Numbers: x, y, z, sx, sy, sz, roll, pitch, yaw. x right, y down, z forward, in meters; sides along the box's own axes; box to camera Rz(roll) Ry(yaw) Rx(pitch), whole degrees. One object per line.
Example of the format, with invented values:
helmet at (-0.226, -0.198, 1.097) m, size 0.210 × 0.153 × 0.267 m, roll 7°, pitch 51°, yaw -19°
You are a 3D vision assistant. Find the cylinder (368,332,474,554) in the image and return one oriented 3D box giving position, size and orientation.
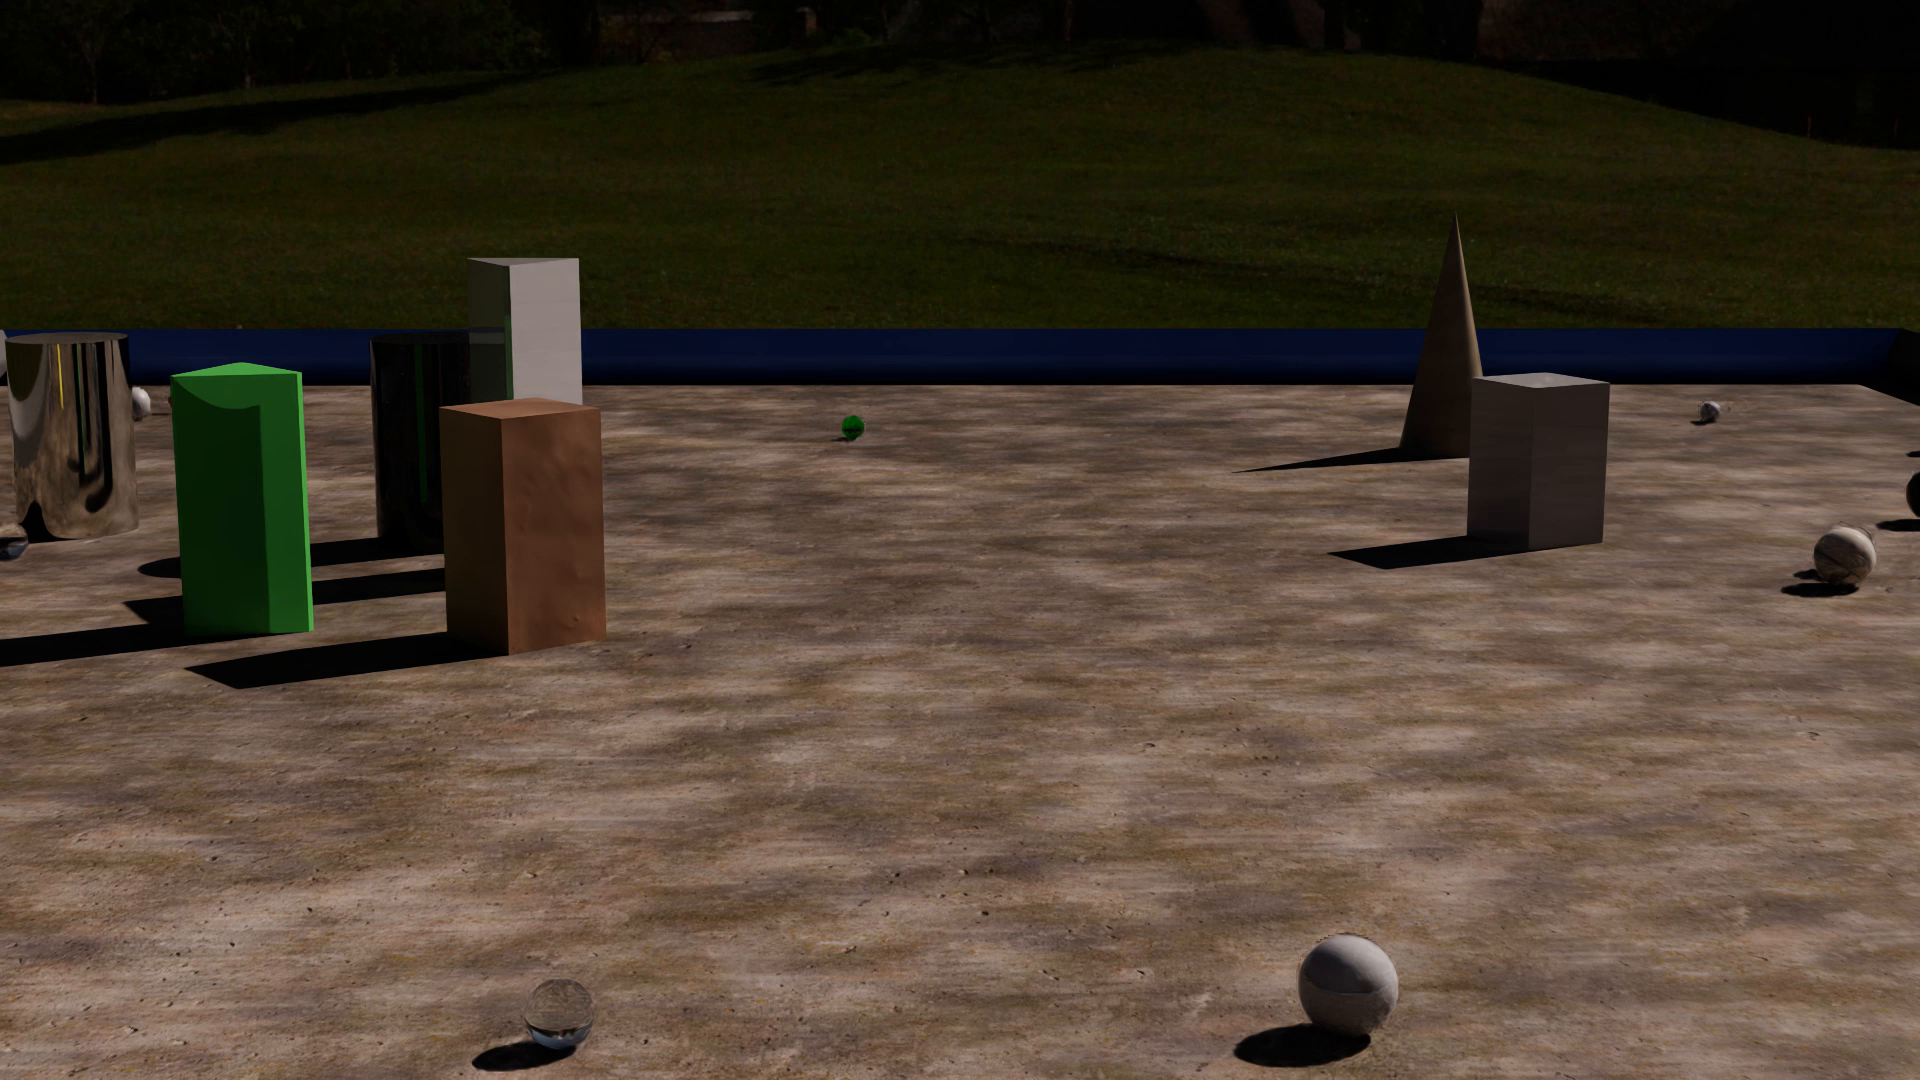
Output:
cylinder at (-0.797, -0.150, 3.887) m, size 0.181 × 0.313 × 0.181 m, roll 0°, pitch 11°, yaw 0°

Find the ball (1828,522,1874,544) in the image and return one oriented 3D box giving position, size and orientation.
ball at (1.274, 0.011, 3.685) m, size 0.072 × 0.072 × 0.072 m, roll 0°, pitch 11°, yaw 0°

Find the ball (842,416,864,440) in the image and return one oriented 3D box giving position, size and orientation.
ball at (-0.208, -0.218, 4.978) m, size 0.045 × 0.045 × 0.045 m, roll 0°, pitch 11°, yaw 0°

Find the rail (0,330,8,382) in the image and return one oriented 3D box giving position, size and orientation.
rail at (-2.146, 0.033, 3.438) m, size 0.045 × 0.118 × 4.926 m, roll 0°, pitch 11°, yaw 0°

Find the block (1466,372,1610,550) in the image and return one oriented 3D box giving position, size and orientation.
block at (0.883, -0.122, 3.922) m, size 0.145 × 0.246 × 0.145 m, roll -6°, pitch 12°, yaw -27°

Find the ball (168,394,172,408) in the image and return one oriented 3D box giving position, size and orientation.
ball at (-1.619, -0.289, 5.338) m, size 0.052 × 0.052 × 0.052 m, roll 0°, pitch 11°, yaw 0°

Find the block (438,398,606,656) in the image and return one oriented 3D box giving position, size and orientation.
block at (-0.553, -0.021, 3.248) m, size 0.145 × 0.295 × 0.145 m, roll -10°, pitch 14°, yaw -41°

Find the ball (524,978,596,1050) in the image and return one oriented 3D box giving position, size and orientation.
ball at (-0.298, 0.353, 1.911) m, size 0.053 × 0.053 × 0.053 m, roll 0°, pitch 11°, yaw 0°

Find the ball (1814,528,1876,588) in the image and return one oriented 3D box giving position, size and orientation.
ball at (1.235, 0.024, 3.582) m, size 0.083 × 0.083 × 0.083 m, roll 0°, pitch 11°, yaw 0°

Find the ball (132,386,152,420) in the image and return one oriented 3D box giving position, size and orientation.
ball at (-1.684, -0.278, 5.229) m, size 0.069 × 0.069 × 0.069 m, roll 0°, pitch 11°, yaw 0°

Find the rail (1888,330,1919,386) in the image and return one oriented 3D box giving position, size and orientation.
rail at (2.146, 0.028, 3.462) m, size 0.045 × 0.118 × 4.926 m, roll 0°, pitch 11°, yaw 0°

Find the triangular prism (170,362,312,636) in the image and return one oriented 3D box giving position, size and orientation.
triangular prism at (-0.927, -0.056, 3.328) m, size 0.157 × 0.335 × 0.136 m, roll -2°, pitch 11°, yaw -12°

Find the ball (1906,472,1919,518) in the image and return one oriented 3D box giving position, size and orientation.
ball at (1.551, -0.072, 4.076) m, size 0.091 × 0.091 × 0.091 m, roll 0°, pitch 11°, yaw 0°

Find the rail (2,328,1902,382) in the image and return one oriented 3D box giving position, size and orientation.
rail at (-0.014, -0.419, 5.847) m, size 4.339 × 0.118 × 0.045 m, roll 0°, pitch 11°, yaw 0°

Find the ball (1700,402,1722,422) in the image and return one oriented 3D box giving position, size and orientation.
ball at (1.524, -0.260, 5.210) m, size 0.042 × 0.042 × 0.042 m, roll 0°, pitch 11°, yaw 0°

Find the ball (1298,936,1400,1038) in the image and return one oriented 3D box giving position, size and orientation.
ball at (0.293, 0.337, 1.935) m, size 0.076 × 0.076 × 0.076 m, roll 0°, pitch 11°, yaw 0°

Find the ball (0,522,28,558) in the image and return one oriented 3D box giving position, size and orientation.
ball at (-1.404, 0.000, 3.788) m, size 0.054 × 0.054 × 0.054 m, roll 0°, pitch 11°, yaw 0°

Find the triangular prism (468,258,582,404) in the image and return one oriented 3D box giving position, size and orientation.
triangular prism at (-0.644, -0.177, 3.673) m, size 0.136 × 0.446 × 0.157 m, roll 6°, pitch 12°, yaw 30°

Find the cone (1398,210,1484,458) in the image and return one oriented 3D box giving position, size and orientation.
cone at (0.917, -0.390, 4.791) m, size 0.181 × 0.452 × 0.181 m, roll 0°, pitch 11°, yaw 0°

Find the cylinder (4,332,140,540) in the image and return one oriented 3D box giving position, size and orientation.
cylinder at (-1.383, -0.165, 4.000) m, size 0.181 × 0.301 × 0.181 m, roll 0°, pitch 11°, yaw 0°
